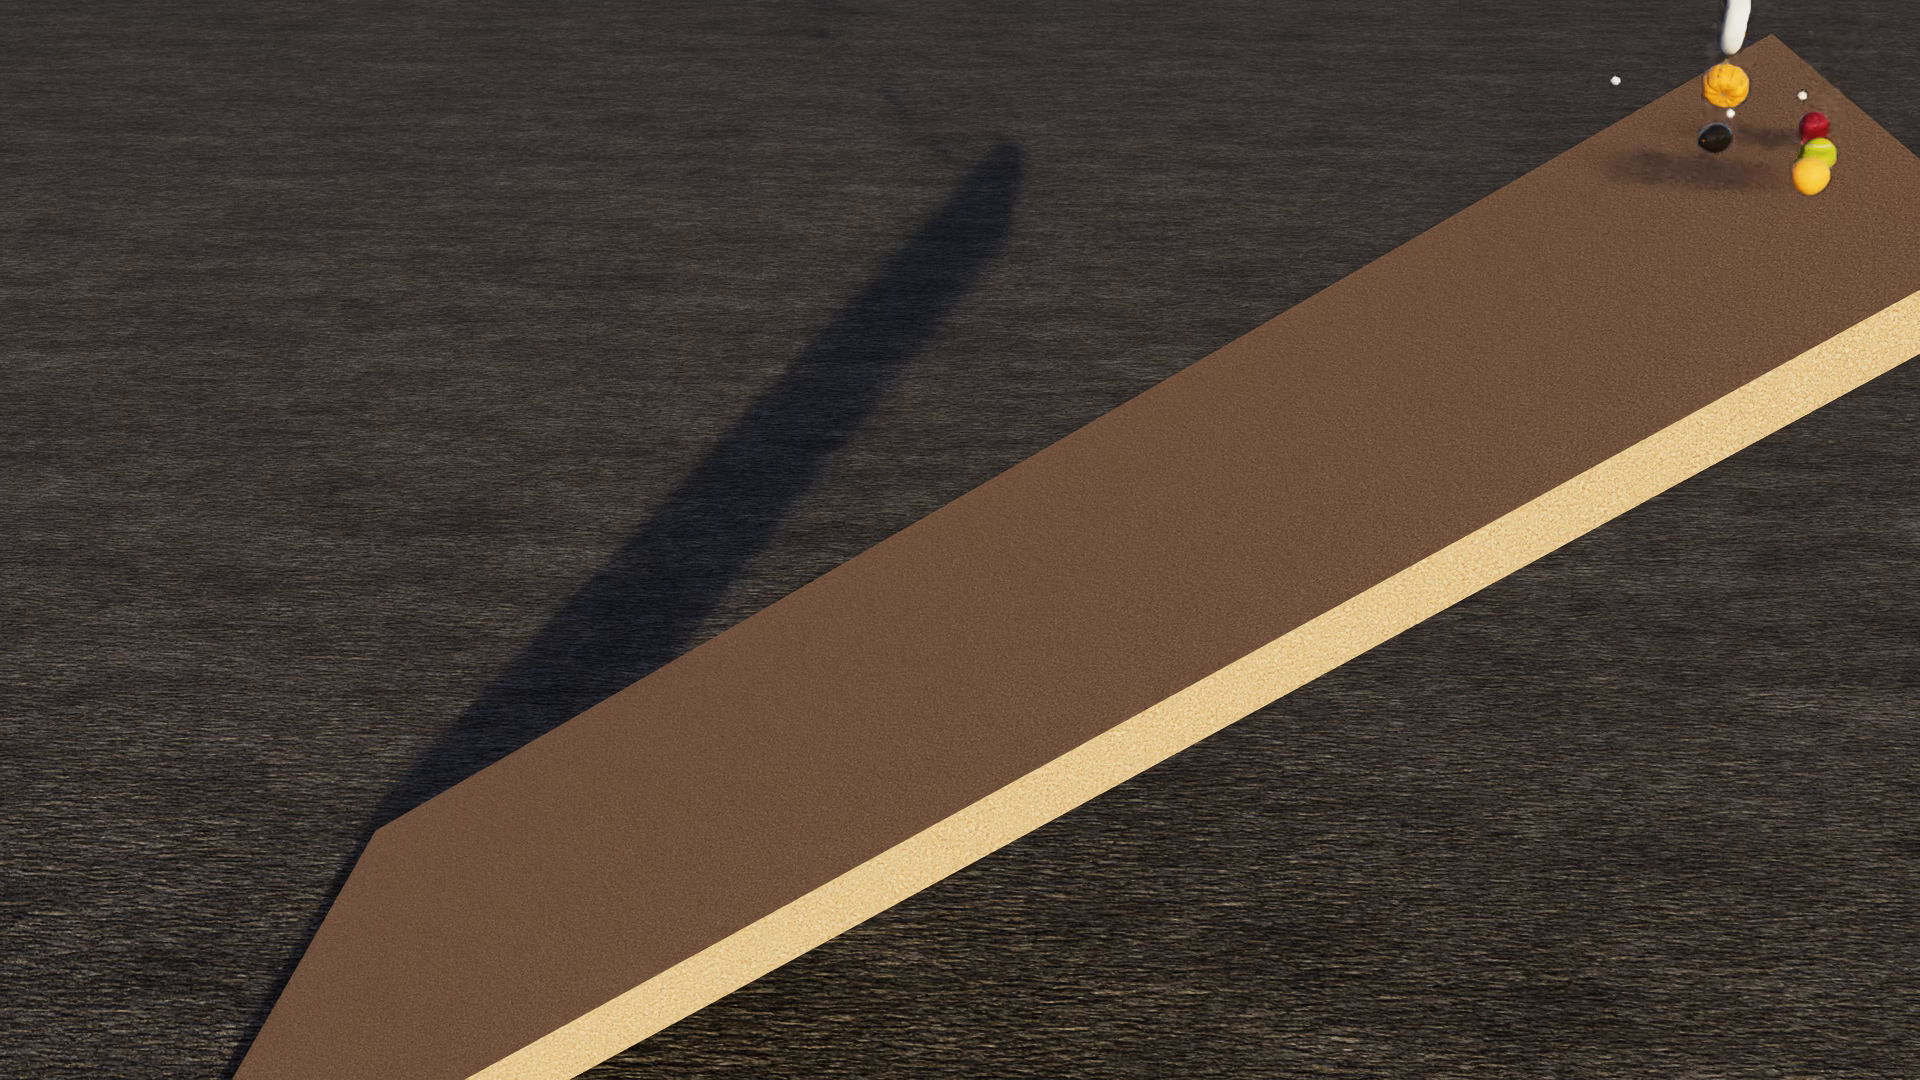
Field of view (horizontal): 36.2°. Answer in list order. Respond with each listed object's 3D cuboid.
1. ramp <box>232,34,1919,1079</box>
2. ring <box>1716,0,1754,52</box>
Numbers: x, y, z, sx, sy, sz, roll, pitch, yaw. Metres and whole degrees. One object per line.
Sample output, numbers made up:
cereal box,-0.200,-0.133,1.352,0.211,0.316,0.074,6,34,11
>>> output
ramp,0.141,0.169,6.290,4.000,0.100,2.000,-30,15,13
ring,1.531,-1.026,5.808,0.045,0.134,0.134,22,24,12
